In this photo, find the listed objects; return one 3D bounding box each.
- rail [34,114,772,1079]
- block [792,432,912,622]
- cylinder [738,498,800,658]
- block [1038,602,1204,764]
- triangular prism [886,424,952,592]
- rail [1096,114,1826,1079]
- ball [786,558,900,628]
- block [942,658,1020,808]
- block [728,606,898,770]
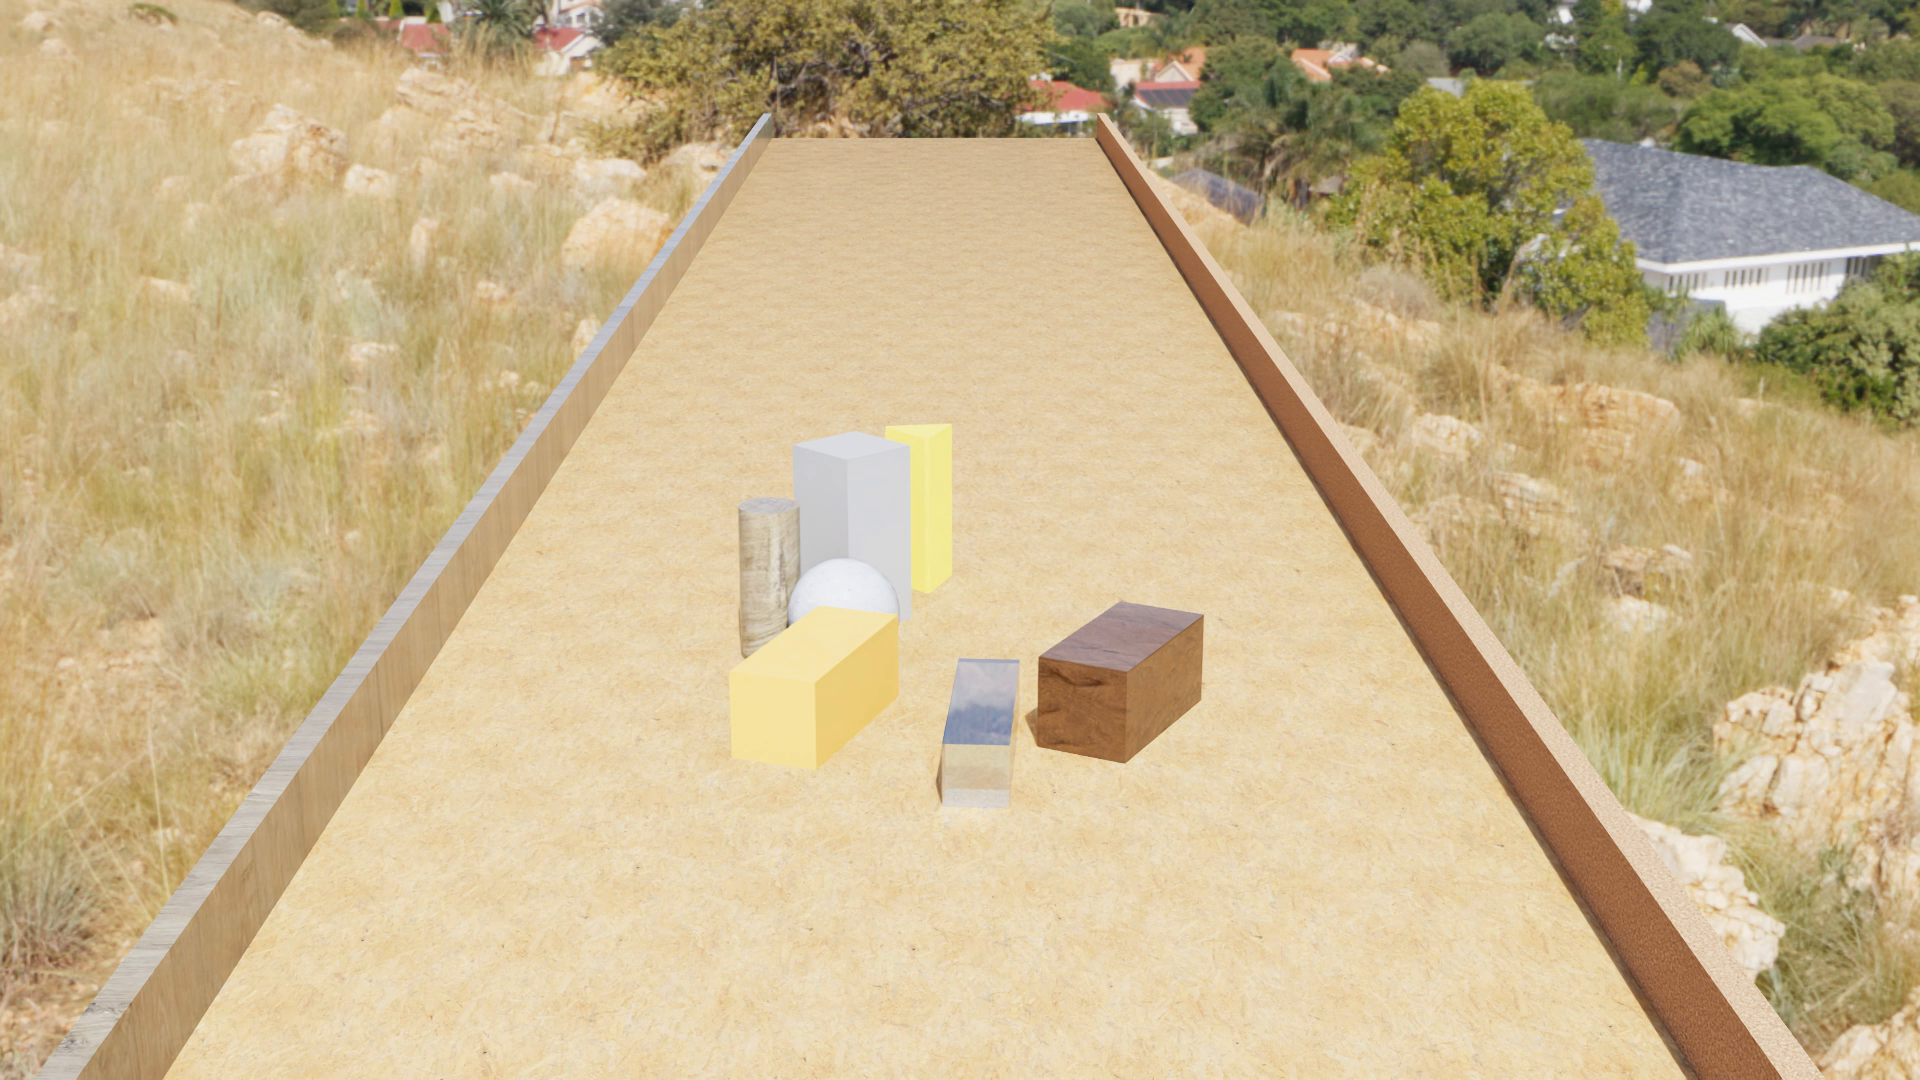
[{"bbox_3d":[-1.118,-0.838,7.780,0.050,0.150,12.000,0,17,-1],"label":"rail"},{"bbox_3d":[-0.225,-0.015,4.612,0.173,0.380,0.173,-15,22,-41],"label":"block"},{"bbox_3d":[-0.381,0.080,4.412,0.123,0.311,0.123,0,17,0],"label":"cylinder"},{"bbox_3d":[0.300,0.257,4.059,0.173,0.173,0.360,9,19,27],"label":"block"},{"bbox_3d":[-0.069,-0.078,4.876,0.126,0.349,0.145,-13,21,-38],"label":"triangular prism"},{"bbox_3d":[0.932,-0.844,7.801,0.050,0.150,12.000,0,17,-1],"label":"rail"},{"bbox_3d":[-0.230,0.146,4.343,0.224,0.224,0.224,0,17,0],"label":"ball"},{"bbox_3d":[0.040,0.336,3.897,0.114,0.114,0.428,1,17,4],"label":"block"},{"bbox_3d":[-0.262,0.265,4.047,0.164,0.164,0.397,6,18,19],"label":"block"}]
